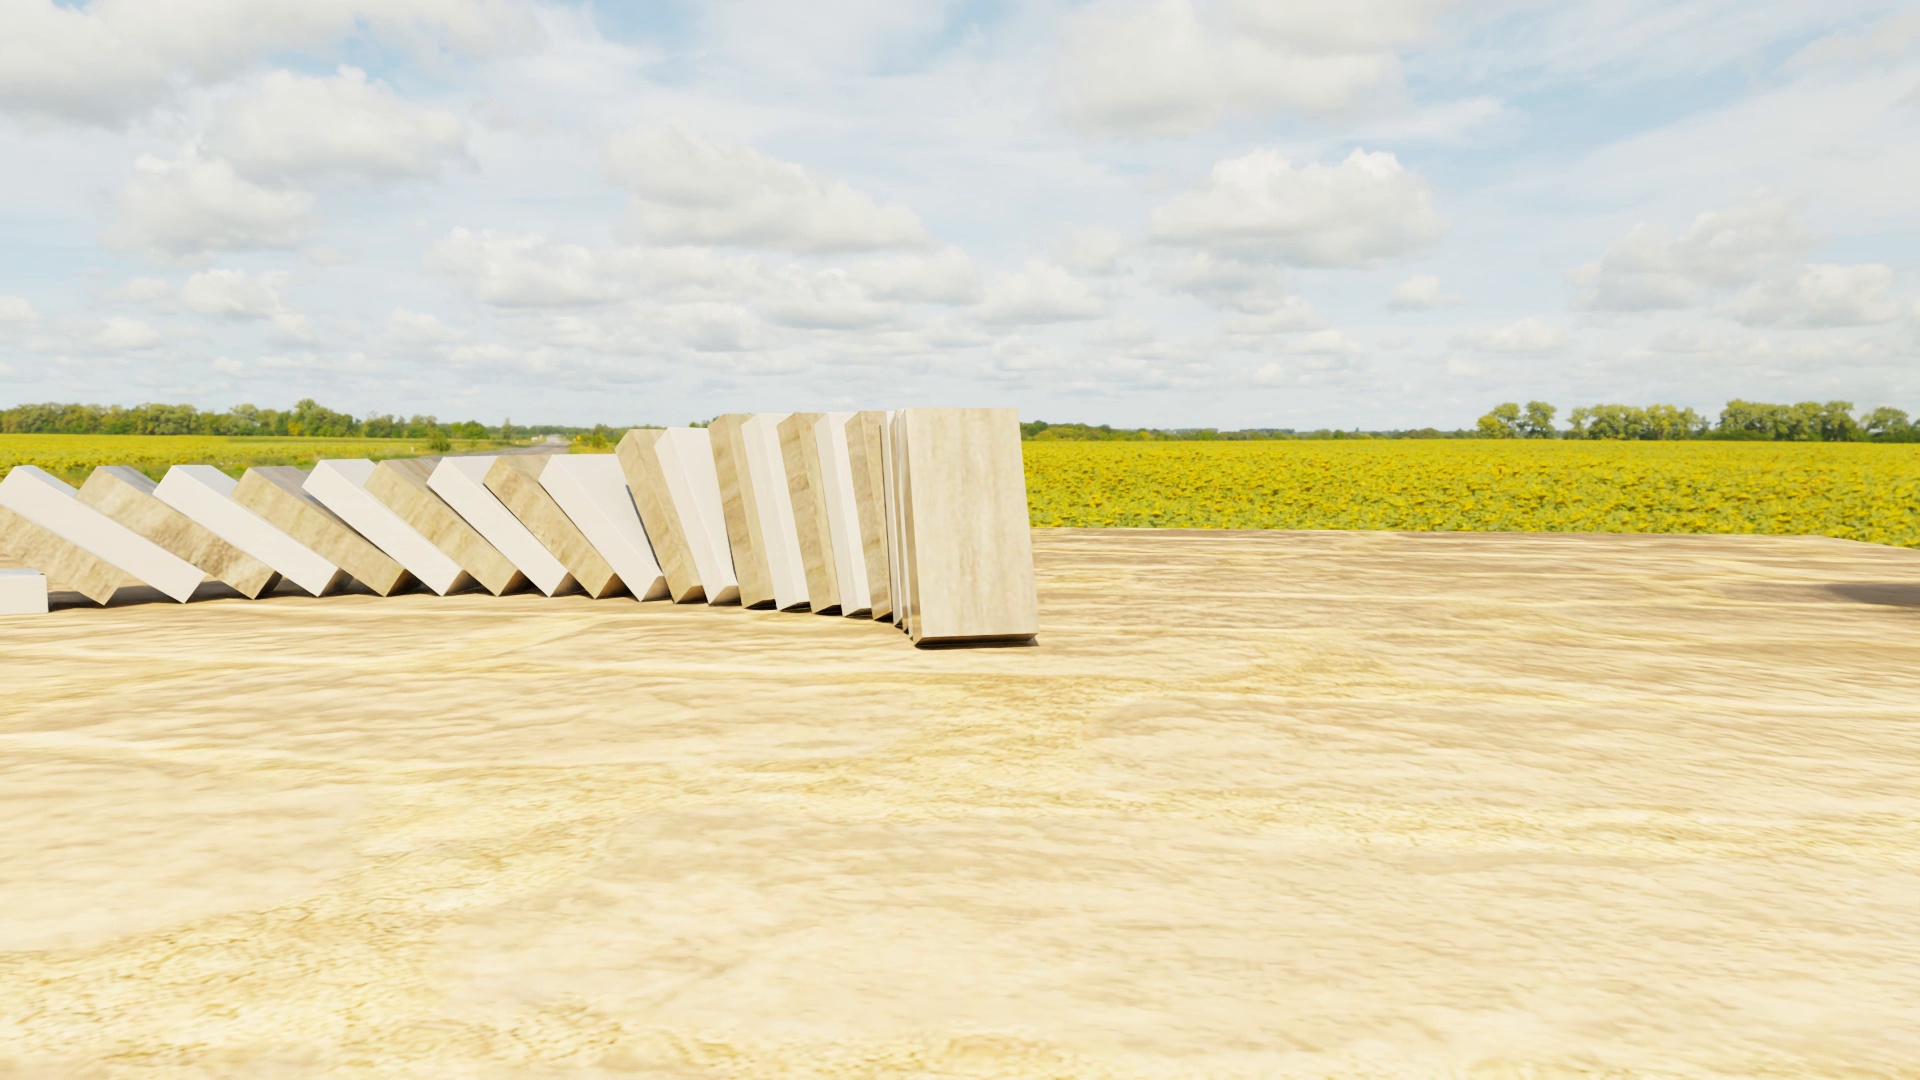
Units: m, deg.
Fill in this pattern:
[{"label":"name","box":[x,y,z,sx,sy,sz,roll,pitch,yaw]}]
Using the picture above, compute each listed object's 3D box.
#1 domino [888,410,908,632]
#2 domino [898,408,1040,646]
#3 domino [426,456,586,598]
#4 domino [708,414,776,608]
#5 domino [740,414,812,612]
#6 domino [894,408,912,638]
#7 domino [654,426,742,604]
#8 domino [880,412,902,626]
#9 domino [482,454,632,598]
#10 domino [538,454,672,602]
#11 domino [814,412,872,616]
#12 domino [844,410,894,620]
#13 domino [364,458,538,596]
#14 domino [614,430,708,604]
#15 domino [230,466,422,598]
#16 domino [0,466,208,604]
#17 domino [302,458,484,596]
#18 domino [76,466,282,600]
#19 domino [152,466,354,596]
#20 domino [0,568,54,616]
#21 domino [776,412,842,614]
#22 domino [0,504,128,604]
[{"label":"domino","box":[-0.002,-0.005,0.295,0.025,0.050,0.010,-1,-15,-14]},{"label":"domino","box":[0.001,-0.003,0.275,0.025,0.050,0.009,-1,-15,-14]},{"label":"domino","box":[-0.126,-0.005,0.371,0.050,0.010,0.025,41,13,9]},{"label":"domino","box":[-0.049,-0.008,0.341,0.025,0.050,0.010,-4,-13,-42]},{"label":"domino","box":[-0.040,-0.008,0.336,0.025,0.050,0.009,-4,-13,-42]},{"label":"domino","box":[0.000,-0.004,0.285,0.025,0.050,0.009,-1,-15,-14]},{"label":"domino","box":[-0.063,-0.007,0.351,0.025,0.050,0.010,-2,-30,-44]},{"label":"domino","box":[-0.004,-0.005,0.305,0.025,0.050,0.009,-1,-15,-14]},{"label":"domino","box":[-0.110,-0.005,0.367,0.050,0.010,0.025,43,18,14]},{"label":"domino","box":[-0.094,-0.004,0.363,0.050,0.009,0.025,45,24,19]},{"label":"domino","box":[-0.020,-0.007,0.323,0.025,0.050,0.009,-3,-14,-31]},{"label":"domino","box":[-0.012,-0.006,0.316,0.025,0.050,0.010,-2,-14,-30]},{"label":"domino","box":[-0.144,-0.004,0.371,0.050,0.009,0.025,38,9,4]},{"label":"domino","box":[-0.075,-0.007,0.356,0.025,0.050,0.010,-5,-28,-46]},{"label":"domino","box":[-0.178,-0.003,0.367,0.050,0.009,0.025,34,3,-4]},{"label":"domino","box":[-0.228,-0.002,0.343,0.050,0.010,0.025,37,-13,-24]},{"label":"domino","box":[-0.160,-0.004,0.370,0.050,0.009,0.025,38,6,1]},{"label":"domino","box":[-0.213,-0.002,0.355,0.050,0.010,0.025,35,-7,-16]},{"label":"domino","box":[-0.197,-0.003,0.362,0.050,0.009,0.025,35,-3,-9]},{"label":"domino","box":[-0.258,0.014,0.320,0.050,0.010,0.025,-3,5,-33]},{"label":"domino","box":[-0.030,-0.007,0.330,0.025,0.050,0.010,-4,-13,-39]},{"label":"domino","box":[-0.242,-0.002,0.330,0.050,0.010,0.025,39,-17,-29]}]
